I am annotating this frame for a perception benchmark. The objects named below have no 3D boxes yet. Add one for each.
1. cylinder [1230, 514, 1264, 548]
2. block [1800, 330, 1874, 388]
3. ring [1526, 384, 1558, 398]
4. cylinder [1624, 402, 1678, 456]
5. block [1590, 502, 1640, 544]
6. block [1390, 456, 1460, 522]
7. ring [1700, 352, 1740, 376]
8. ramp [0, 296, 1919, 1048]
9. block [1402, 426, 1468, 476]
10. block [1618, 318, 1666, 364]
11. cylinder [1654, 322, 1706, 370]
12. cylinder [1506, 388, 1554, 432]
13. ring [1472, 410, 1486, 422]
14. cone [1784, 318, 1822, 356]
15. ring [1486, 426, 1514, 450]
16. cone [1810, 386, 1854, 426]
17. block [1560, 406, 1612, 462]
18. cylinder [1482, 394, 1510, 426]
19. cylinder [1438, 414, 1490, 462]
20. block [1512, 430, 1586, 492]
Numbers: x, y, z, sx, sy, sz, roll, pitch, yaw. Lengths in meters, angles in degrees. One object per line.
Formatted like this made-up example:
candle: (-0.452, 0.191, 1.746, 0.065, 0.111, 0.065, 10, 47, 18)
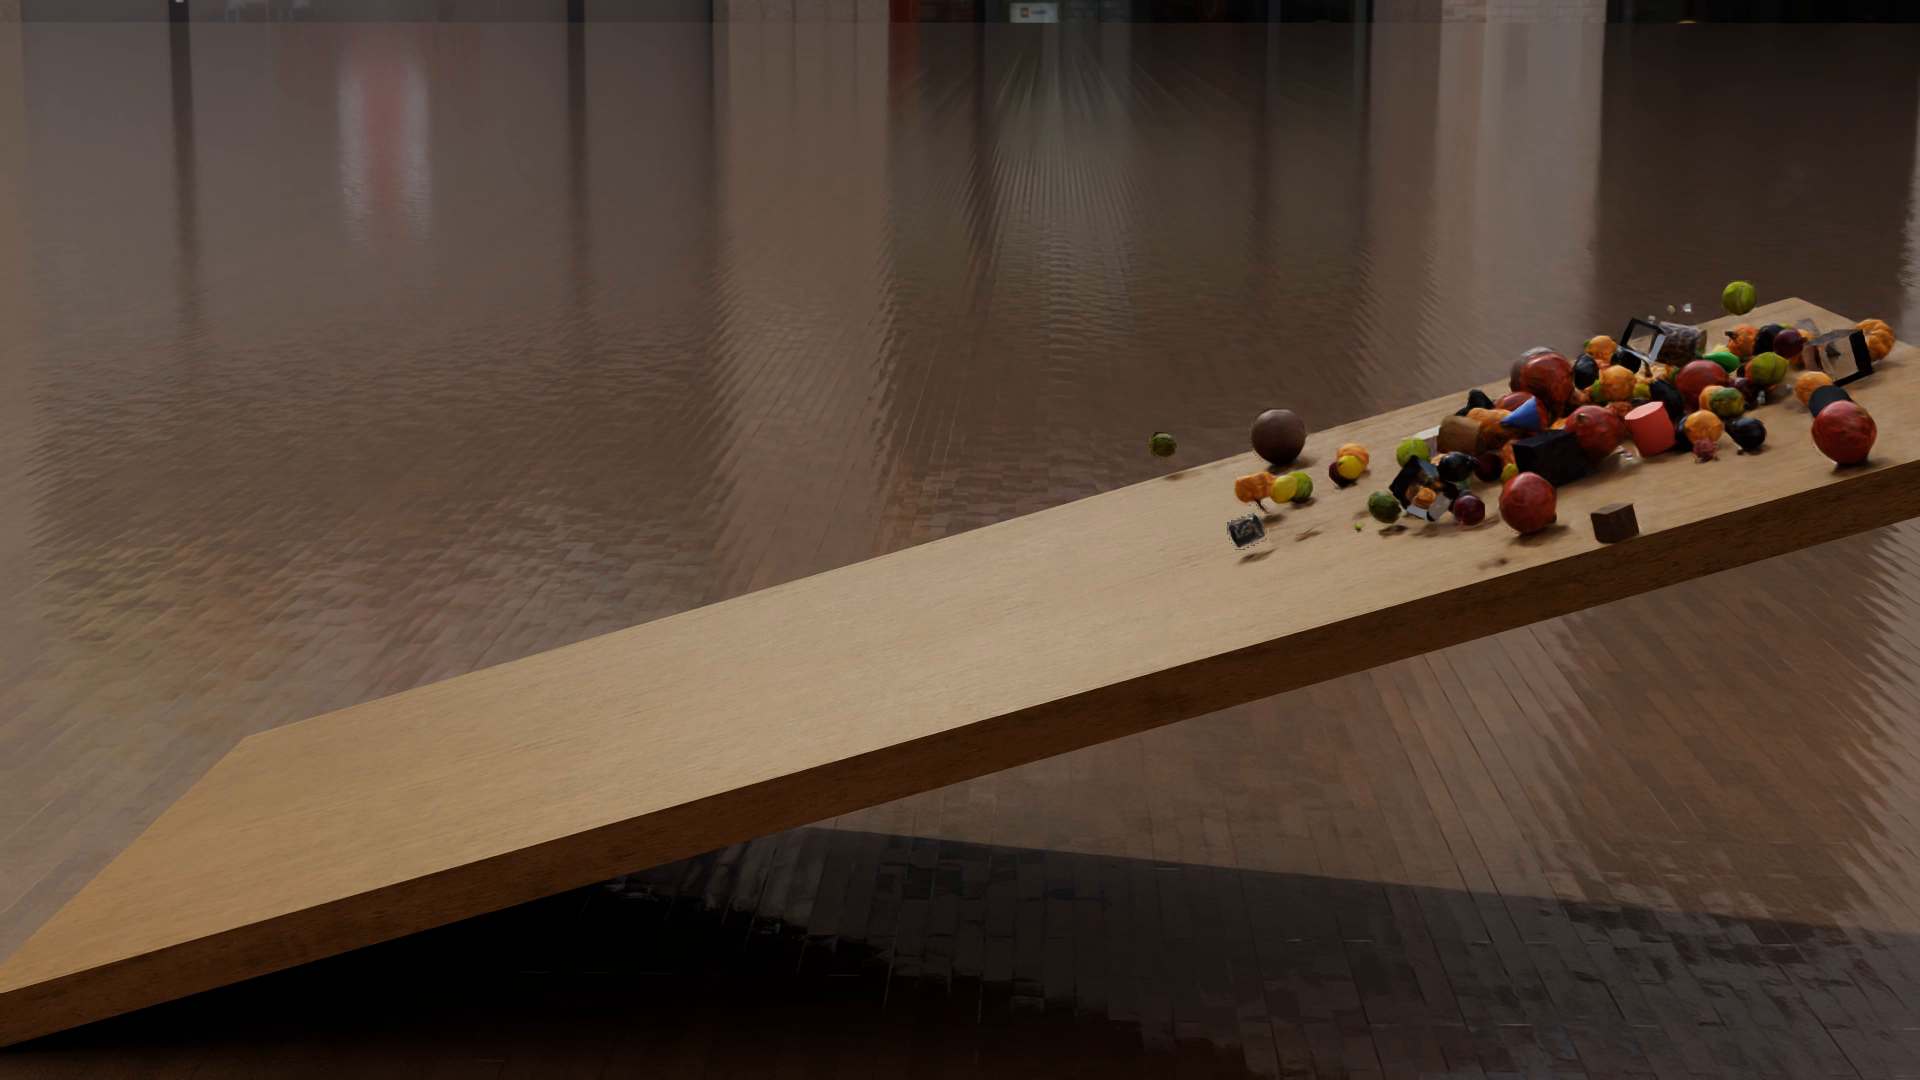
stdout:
cylinder: (0.590, -0.018, 6.051, 0.053, 0.053, 0.053, -23, 2, 22)
block: (1.793, -0.371, 6.016, 0.092, 0.092, 0.092, -21, 11, -14)
ring: (1.334, -0.334, 6.768, 0.089, 0.030, 0.089, -18, 10, 3)
cylinder: (1.381, -0.222, 5.874, 0.082, 0.082, 0.082, -25, 12, 6)
block: (1.173, -0.031, 5.271, 0.055, 0.055, 0.055, -20, 10, -21)
block: (0.918, -0.100, 5.816, 0.083, 0.083, 0.083, 20, 26, -31)
ring: (1.628, -0.378, 6.313, 0.087, 0.029, 0.087, 1, -18, 0)
ramp: (0.090, 0.187, 6.320, 4.000, 0.100, 2.000, -16, 10, 5)
block: (1.017, -0.185, 6.288, 0.091, 0.091, 0.091, -19, 10, -15)
block: (1.430, -0.418, 6.162, 0.064, 0.064, 0.064, 25, -1, 29)
cylinder: (1.536, -0.415, 6.275, 0.090, 0.090, 0.090, 14, 16, 25)
cylinder: (1.260, -0.289, 6.503, 0.076, 0.076, 0.076, -22, 20, -28)
ring: (1.144, -0.252, 6.531, 0.026, 0.077, 0.077, 28, 18, 13)
cone: (1.848, -0.419, 6.350, 0.092, 0.092, 0.092, -7, 30, -33)
ring: (1.157, -0.223, 6.428, 0.107, 0.036, 0.107, -17, 9, 3)
cone: (1.670, -0.244, 5.680, 0.085, 0.085, 0.085, 0, -18, -2)
block: (1.264, -0.211, 5.971, 0.077, 0.077, 0.077, -41, -2, 22)
cylinder: (1.216, -0.289, 6.632, 0.057, 0.057, 0.057, -28, 16, -7)
cylinder: (1.049, -0.214, 6.127, 0.084, 0.084, 0.084, 15, 17, 26)
block: (1.174, -0.159, 5.868, 0.093, 0.093, 0.093, -20, 10, -14)
